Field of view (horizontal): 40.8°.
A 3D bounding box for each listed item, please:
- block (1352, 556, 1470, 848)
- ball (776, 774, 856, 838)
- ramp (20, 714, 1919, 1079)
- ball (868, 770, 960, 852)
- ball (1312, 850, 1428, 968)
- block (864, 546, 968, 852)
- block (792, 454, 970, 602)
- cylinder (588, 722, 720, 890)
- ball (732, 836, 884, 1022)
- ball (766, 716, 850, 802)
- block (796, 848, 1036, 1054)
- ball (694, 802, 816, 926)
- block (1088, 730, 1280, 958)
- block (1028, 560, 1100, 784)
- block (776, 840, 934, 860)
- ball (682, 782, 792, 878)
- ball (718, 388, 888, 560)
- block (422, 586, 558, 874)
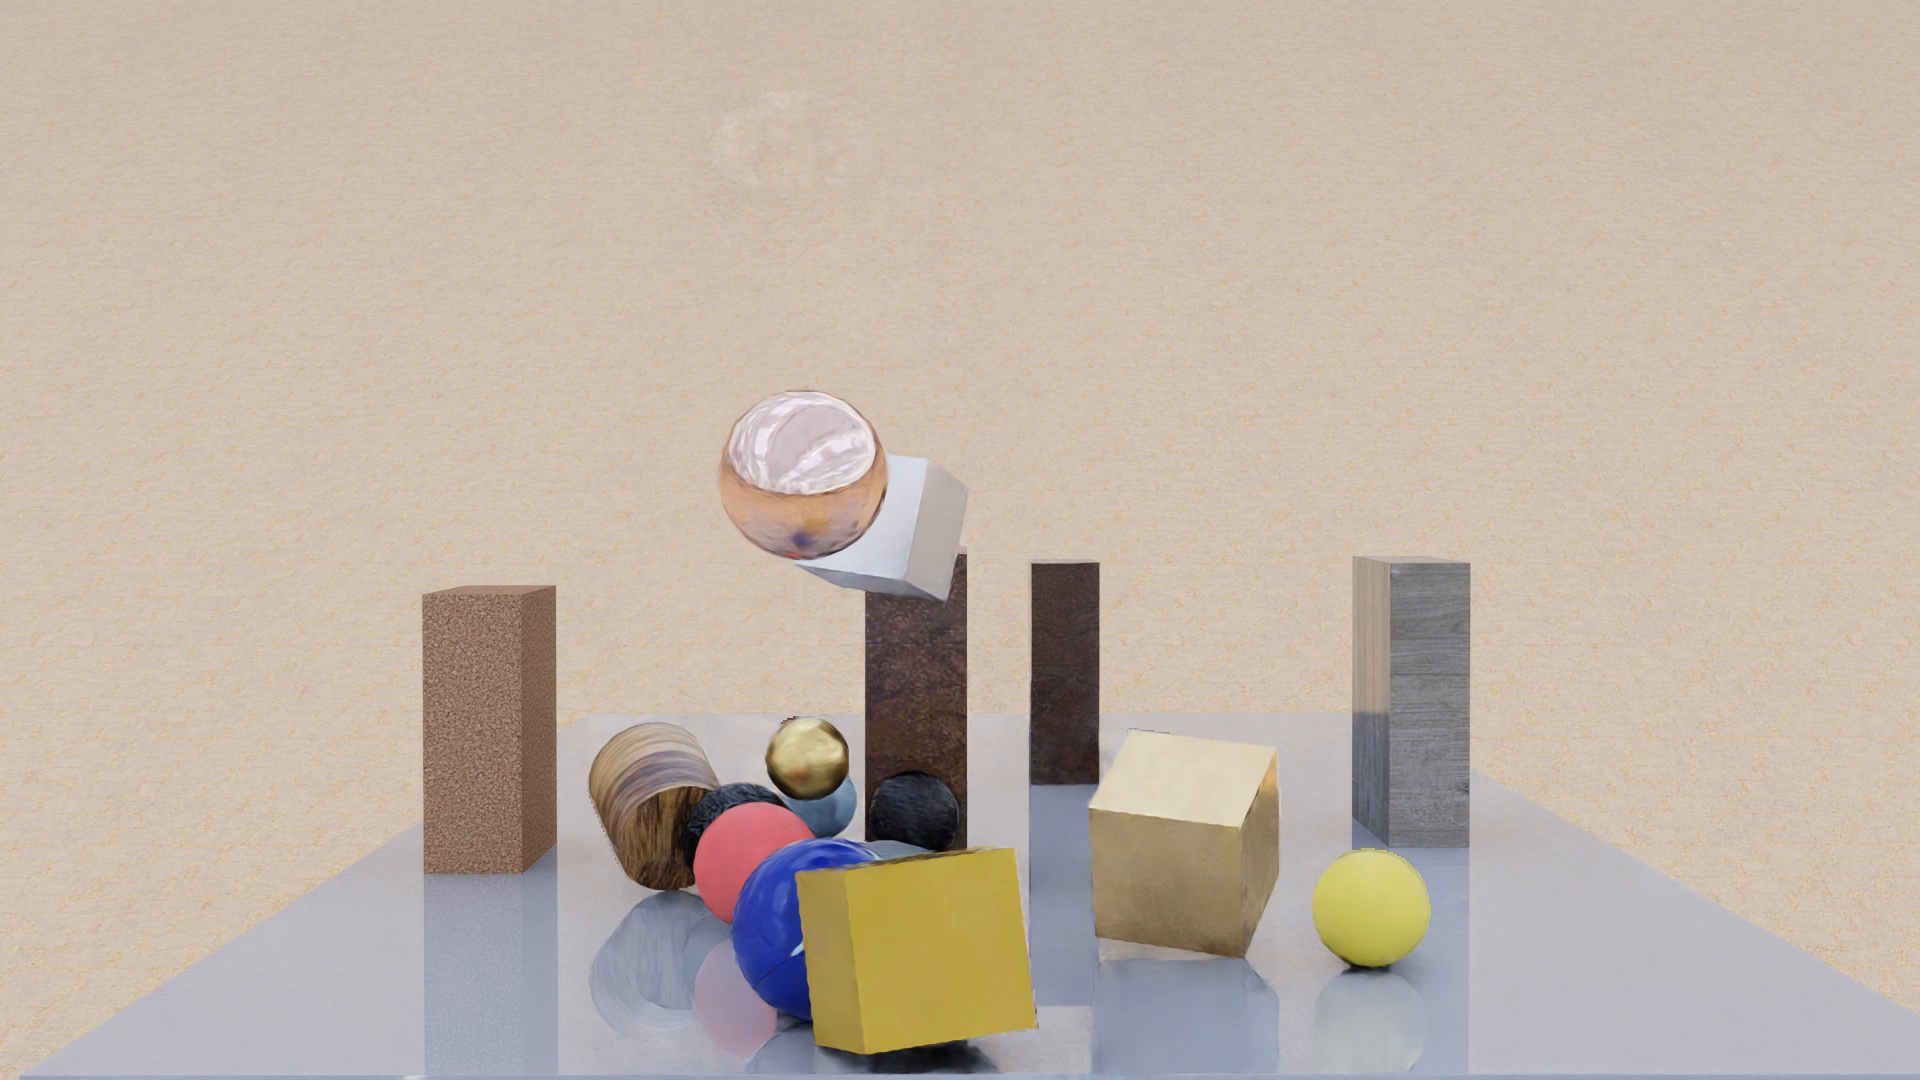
[{"bbox_3d":[0.757,0.262,4.354,0.129,0.460,0.394,0,1,0],"label":"block"},{"bbox_3d":[-0.236,0.429,4.250,0.133,0.133,0.133,0,26,0],"label":"ball"},{"bbox_3d":[0.059,0.538,4.574,2.000,0.100,4.000,0,1,0],"label":"ramp"},{"bbox_3d":[-0.064,0.383,3.582,0.126,0.126,0.126,0,26,0],"label":"ball"},{"bbox_3d":[0.499,0.450,3.143,0.141,0.141,0.141,0,26,0],"label":"ball"},{"bbox_3d":[-0.063,0.259,3.865,0.146,0.489,0.444,0,1,0],"label":"block"},{"bbox_3d":[-0.093,-0.018,3.112,0.146,0.146,0.146,8,-9,22],"label":"block"},{"bbox_3d":[-0.435,0.388,3.768,0.177,0.177,0.177,-9,30,-18],"label":"cylinder"},{"bbox_3d":[-0.150,0.427,2.832,0.201,0.201,0.201,0,26,0],"label":"ball"},{"bbox_3d":[-0.212,0.305,3.588,0.117,0.117,0.117,0,26,0],"label":"ball"},{"bbox_3d":[-0.049,0.421,2.663,0.181,0.181,0.181,-5,-6,-20],"label":"block"},{"bbox_3d":[-0.266,0.430,3.399,0.169,0.169,0.169,0,26,0],"label":"ball"},{"bbox_3d":[0.287,0.382,3.268,0.192,0.192,0.192,5,28,19],"label":"block"},{"bbox_3d":[0.206,0.258,5.148,0.133,0.432,0.244,0,1,0],"label":"block"},{"bbox_3d":[-0.113,0.445,3.038,0.155,0.155,0.155,-1,2,-29],"label":"block"},{"bbox_3d":[-0.308,0.425,3.632,0.168,0.168,0.168,0,26,0],"label":"ball"},{"bbox_3d":[-0.172,-0.072,2.825,0.187,0.187,0.187,0,26,0],"label":"ball"},{"bbox_3d":[-0.735,0.289,4.056,0.149,0.422,0.340,0,1,0],"label":"block"}]
